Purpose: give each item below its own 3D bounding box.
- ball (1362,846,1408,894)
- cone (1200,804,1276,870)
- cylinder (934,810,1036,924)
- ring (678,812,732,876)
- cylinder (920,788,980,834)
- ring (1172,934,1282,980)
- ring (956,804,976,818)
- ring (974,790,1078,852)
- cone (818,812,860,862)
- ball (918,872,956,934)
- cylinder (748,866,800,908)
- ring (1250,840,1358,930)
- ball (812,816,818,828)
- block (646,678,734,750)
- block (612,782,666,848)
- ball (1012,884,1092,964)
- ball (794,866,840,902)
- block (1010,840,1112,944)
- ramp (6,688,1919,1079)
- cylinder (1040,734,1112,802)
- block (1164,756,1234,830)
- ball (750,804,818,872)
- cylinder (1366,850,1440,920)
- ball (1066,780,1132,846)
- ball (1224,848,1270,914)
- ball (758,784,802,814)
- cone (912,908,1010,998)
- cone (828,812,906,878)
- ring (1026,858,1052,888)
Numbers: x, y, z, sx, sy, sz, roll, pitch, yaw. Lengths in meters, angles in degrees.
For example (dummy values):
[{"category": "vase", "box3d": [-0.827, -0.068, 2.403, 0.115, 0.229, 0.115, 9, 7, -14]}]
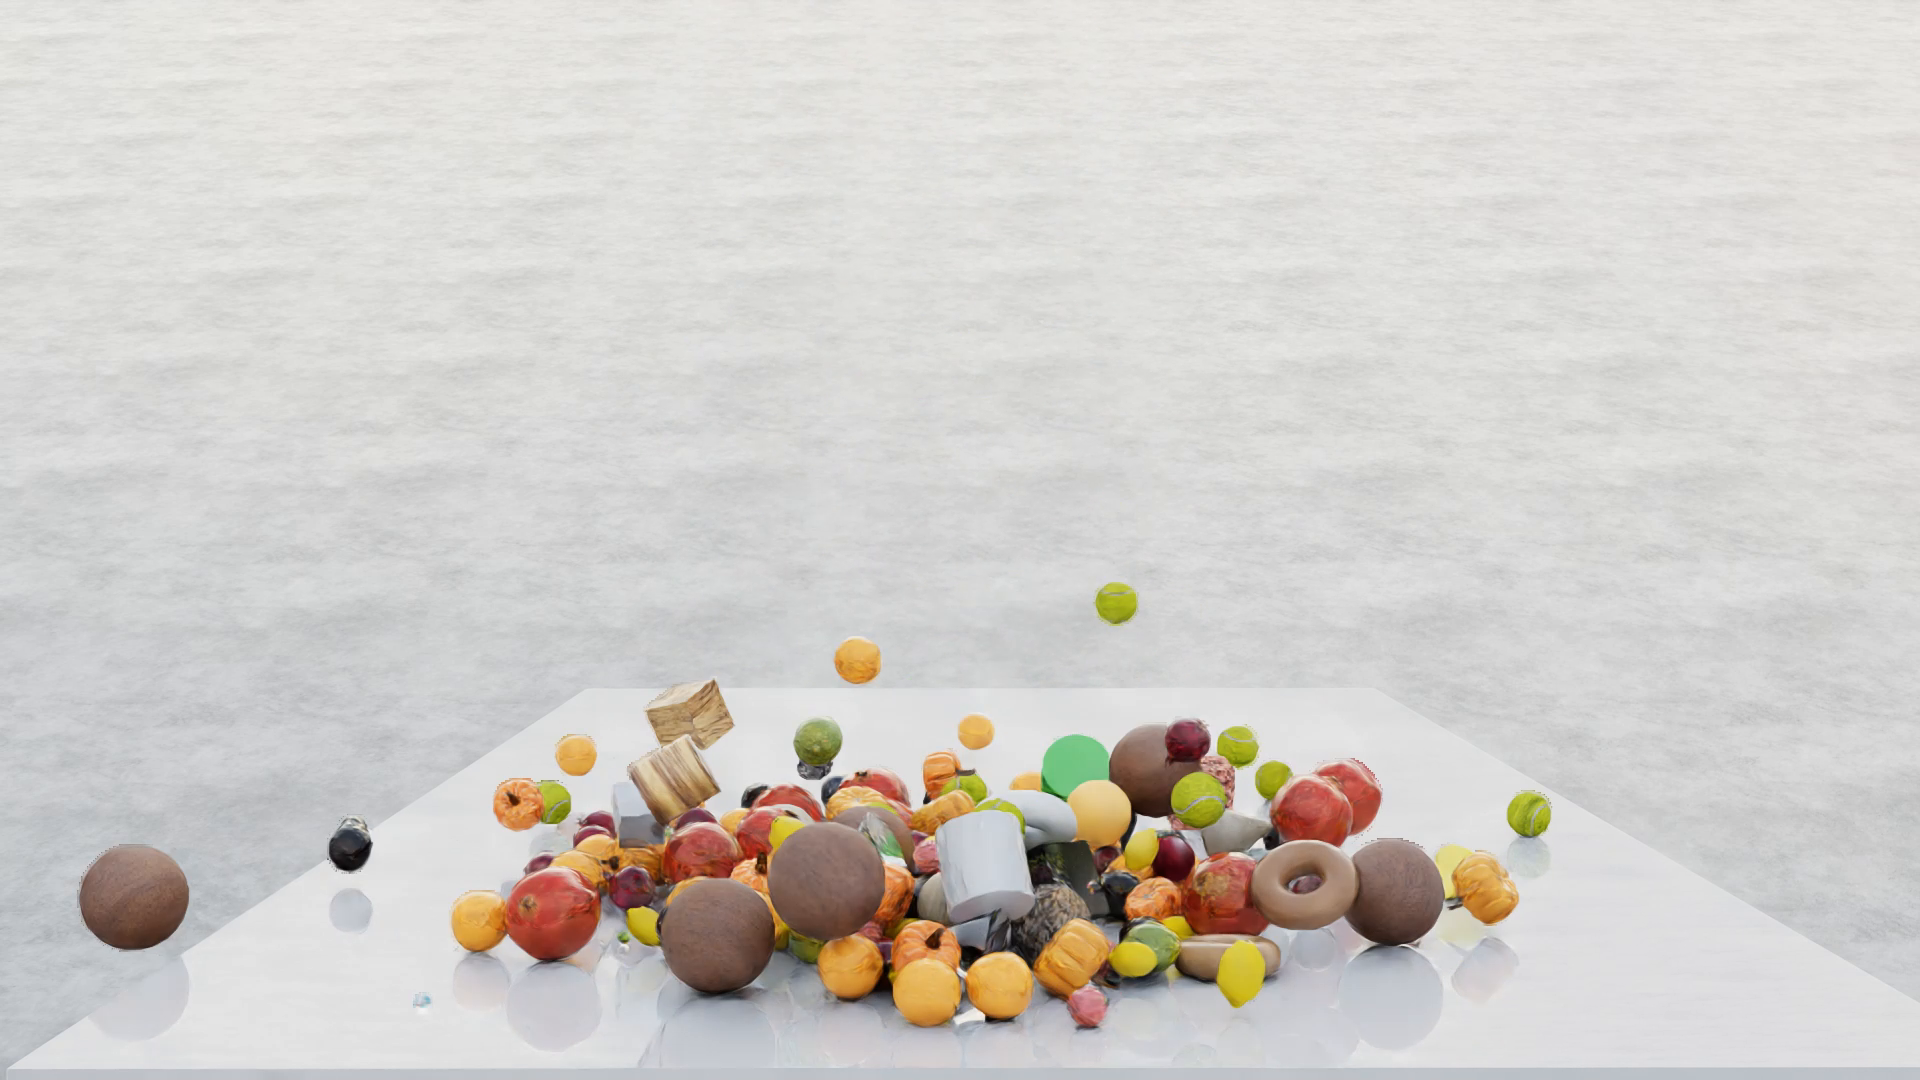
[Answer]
[{"category": "ball", "box3d": [0.578, 0.449, 3.445, 0.079, 0.079, 0.079, 0, 24, 0]}, {"category": "cone", "box3d": [0.411, 0.416, 3.693, 0.098, 0.098, 0.098, -16, 16, 27]}, {"category": "cylinder", "box3d": [0.028, 0.371, 2.901, 0.098, 0.098, 0.098, -5, 59, -11]}, {"category": "ring", "box3d": [-0.362, 0.432, 3.660, 0.098, 0.098, 0.033, 19, 29, 36]}, {"category": "cylinder", "box3d": [-0.015, 0.430, 4.062, 0.072, 0.072, 0.072, 10, 18, -28]}, {"category": "ring", "box3d": [0.310, 0.484, 2.991, 0.127, 0.042, 0.127, -1, -2, 0]}, {"category": "ring", "box3d": [0.006, 0.432, 3.825, 0.029, 0.088, 0.088, 23, 29, 11]}, {"category": "ring", "box3d": [0.079, 0.353, 3.194, 0.134, 0.134, 0.045, 1, 57, 1]}, {"category": "cone", "box3d": [-0.184, 0.439, 3.781, 0.074, 0.074, 0.074, -8, -11, -17]}, {"category": "ball", "box3d": [-0.008, 0.420, 2.967, 0.082, 0.082, 0.082, 0, 24, 0]}, {"category": "cylinder", "box3d": [-0.249, 0.464, 3.446, 0.050, 0.050, 0.050, 14, 9, 29]}, {"category": "ring", "box3d": [0.411, 0.412, 3.079, 0.131, 0.044, 0.131, -10, 38, 8]}, {"category": "ball", "box3d": [-0.245, 0.442, 3.917, 0.060, 0.060, 0.060, 0, 24, 0]}, {"category": "block", "box3d": [-0.403, 0.266, 3.849, 0.080, 0.080, 0.080, -13, 15, 35]}, {"category": "block", "box3d": [-0.431, 0.368, 3.457, 0.061, 0.061, 0.061, -5, 42, -15]}, {"category": "ball", "box3d": [0.108, 0.454, 3.045, 0.095, 0.095, 0.095, 0, 24, 0]}, {"category": "ball", "box3d": [-0.197, 0.477, 3.507, 0.066, 0.066, 0.066, 0, 24, 0]}, {"category": "block", "box3d": [0.108, 0.432, 3.165, 0.094, 0.094, 0.094, -29, -20, 33]}, {"category": "ramp", "box3d": [0.055, 0.499, 4.546, 2.000, 0.100, 4.000, 0, 2, 0]}, {"category": "cylinder", "box3d": [0.164, 0.340, 3.660, 0.098, 0.098, 0.098, 0, 63, 0]}, {"category": "block", "box3d": [0.382, 0.403, 4.111, 0.096, 0.096, 0.096, 0, 8, -3]}, {"category": "ball", "box3d": [-0.253, 0.430, 3.709, 0.100, 0.100, 0.100, 0, 24, 0]}, {"category": "cylinder", "box3d": [0.563, 0.439, 3.274, 0.066, 0.066, 0.066, -35, 11, 25]}, {"category": "ball", "box3d": [0.185, 0.365, 3.444, 0.089, 0.089, 0.089, 0, 24, 0]}, {"category": "ball", "box3d": [0.391, 0.448, 3.387, 0.085, 0.085, 0.085, 0, 24, 0]}, {"category": "ball", "box3d": [-0.289, 0.428, 4.131, 0.072, 0.072, 0.072, 0, 24, 0]}, {"category": "cone", "box3d": [-0.006, 0.456, 2.887, 0.100, 0.100, 0.100, 5, 24, 18]}, {"category": "cone", "box3d": [-0.127, 0.397, 3.177, 0.089, 0.089, 0.089, -31, 21, 12]}, {"category": "ring", "box3d": [0.088, 0.447, 3.533, 0.031, 0.094, 0.094, -43, 40, -17]}]
